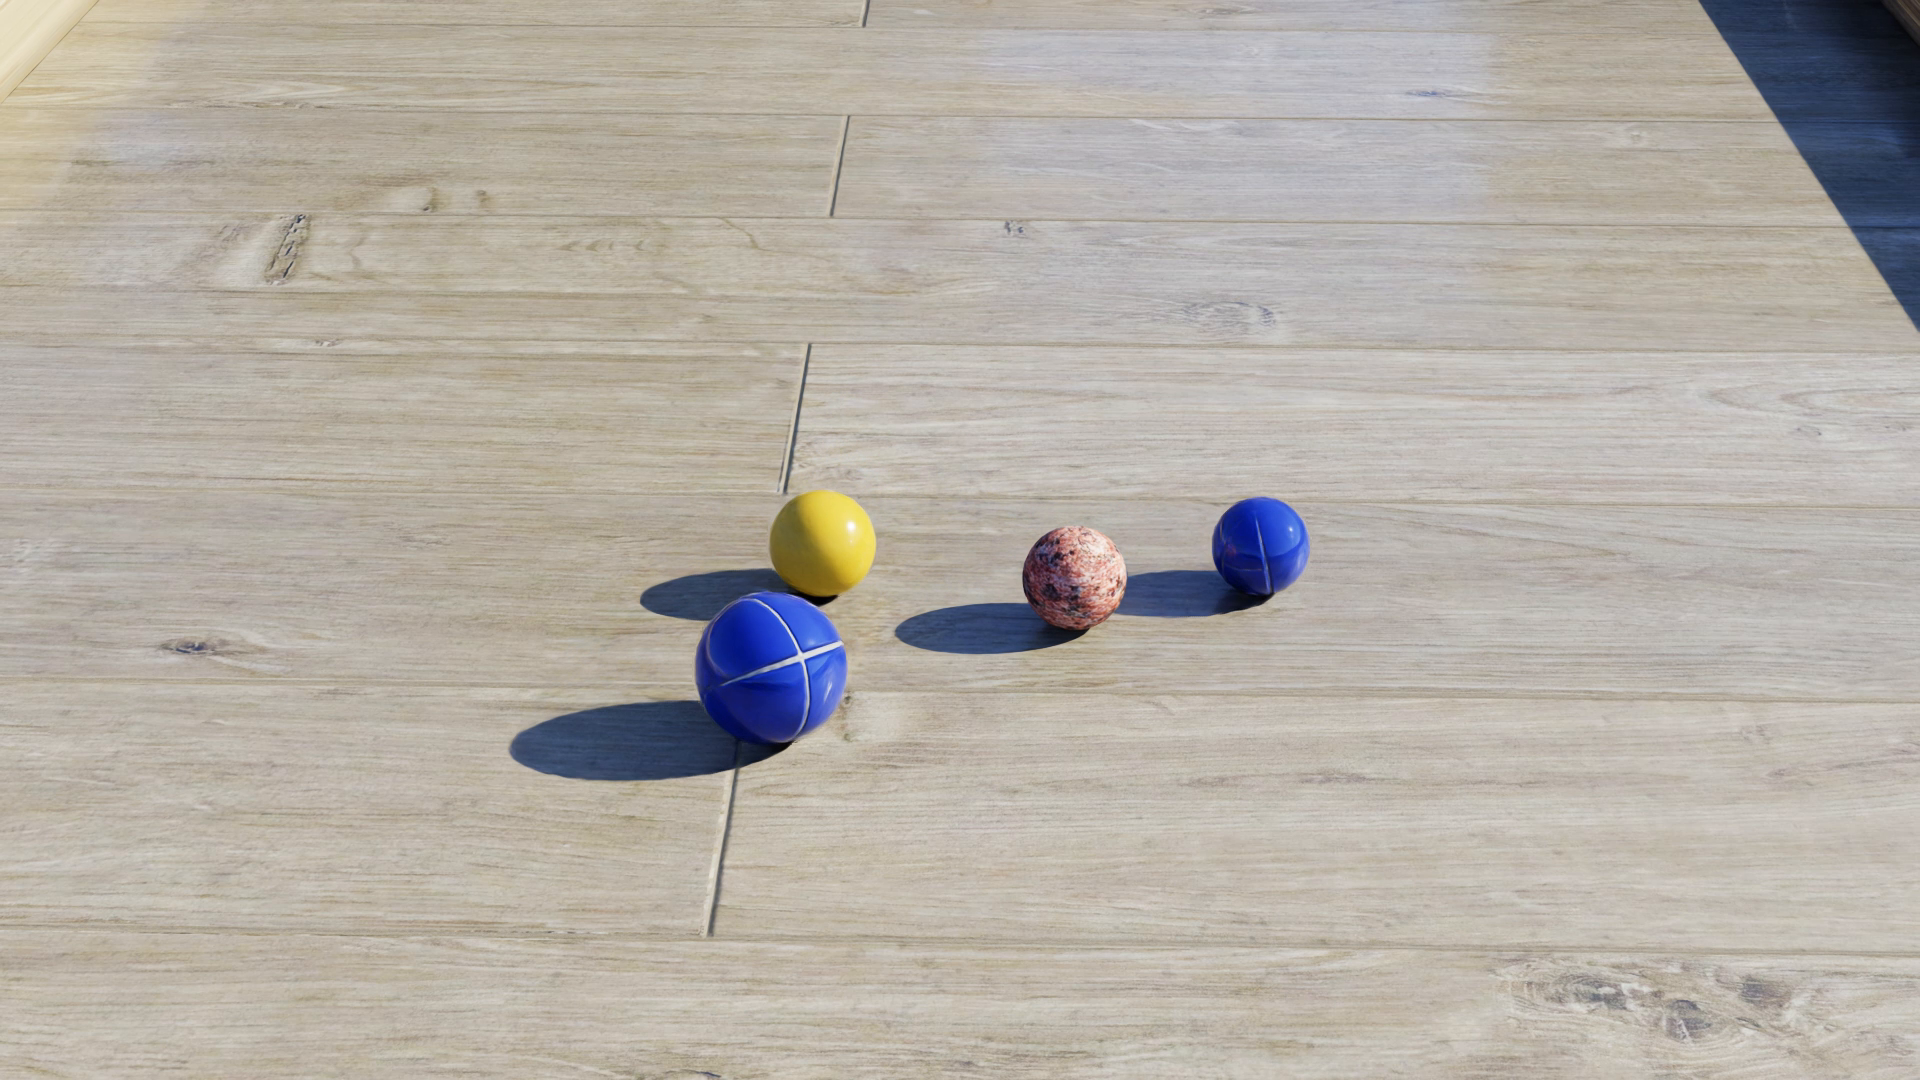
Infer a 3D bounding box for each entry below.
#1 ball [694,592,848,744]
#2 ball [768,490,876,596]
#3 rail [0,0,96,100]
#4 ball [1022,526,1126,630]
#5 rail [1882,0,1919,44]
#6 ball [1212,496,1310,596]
[{"bbox_3d":[-0.106,0.071,1.646,0.086,0.086,0.086,0,28,0],"label":"ball"},{"bbox_3d":[-0.084,0.002,1.801,0.066,0.066,0.066,0,28,0],"label":"ball"},{"bbox_3d":[-0.837,-0.394,2.511,0.045,0.111,3.173,1,28,1],"label":"rail"},{"bbox_3d":[0.069,0.023,1.765,0.063,0.063,0.063,0,28,0],"label":"ball"},{"bbox_3d":[0.875,-0.375,2.475,0.045,0.111,3.173,1,28,1],"label":"rail"},{"bbox_3d":[0.185,0.004,1.804,0.061,0.061,0.061,0,28,0],"label":"ball"}]
